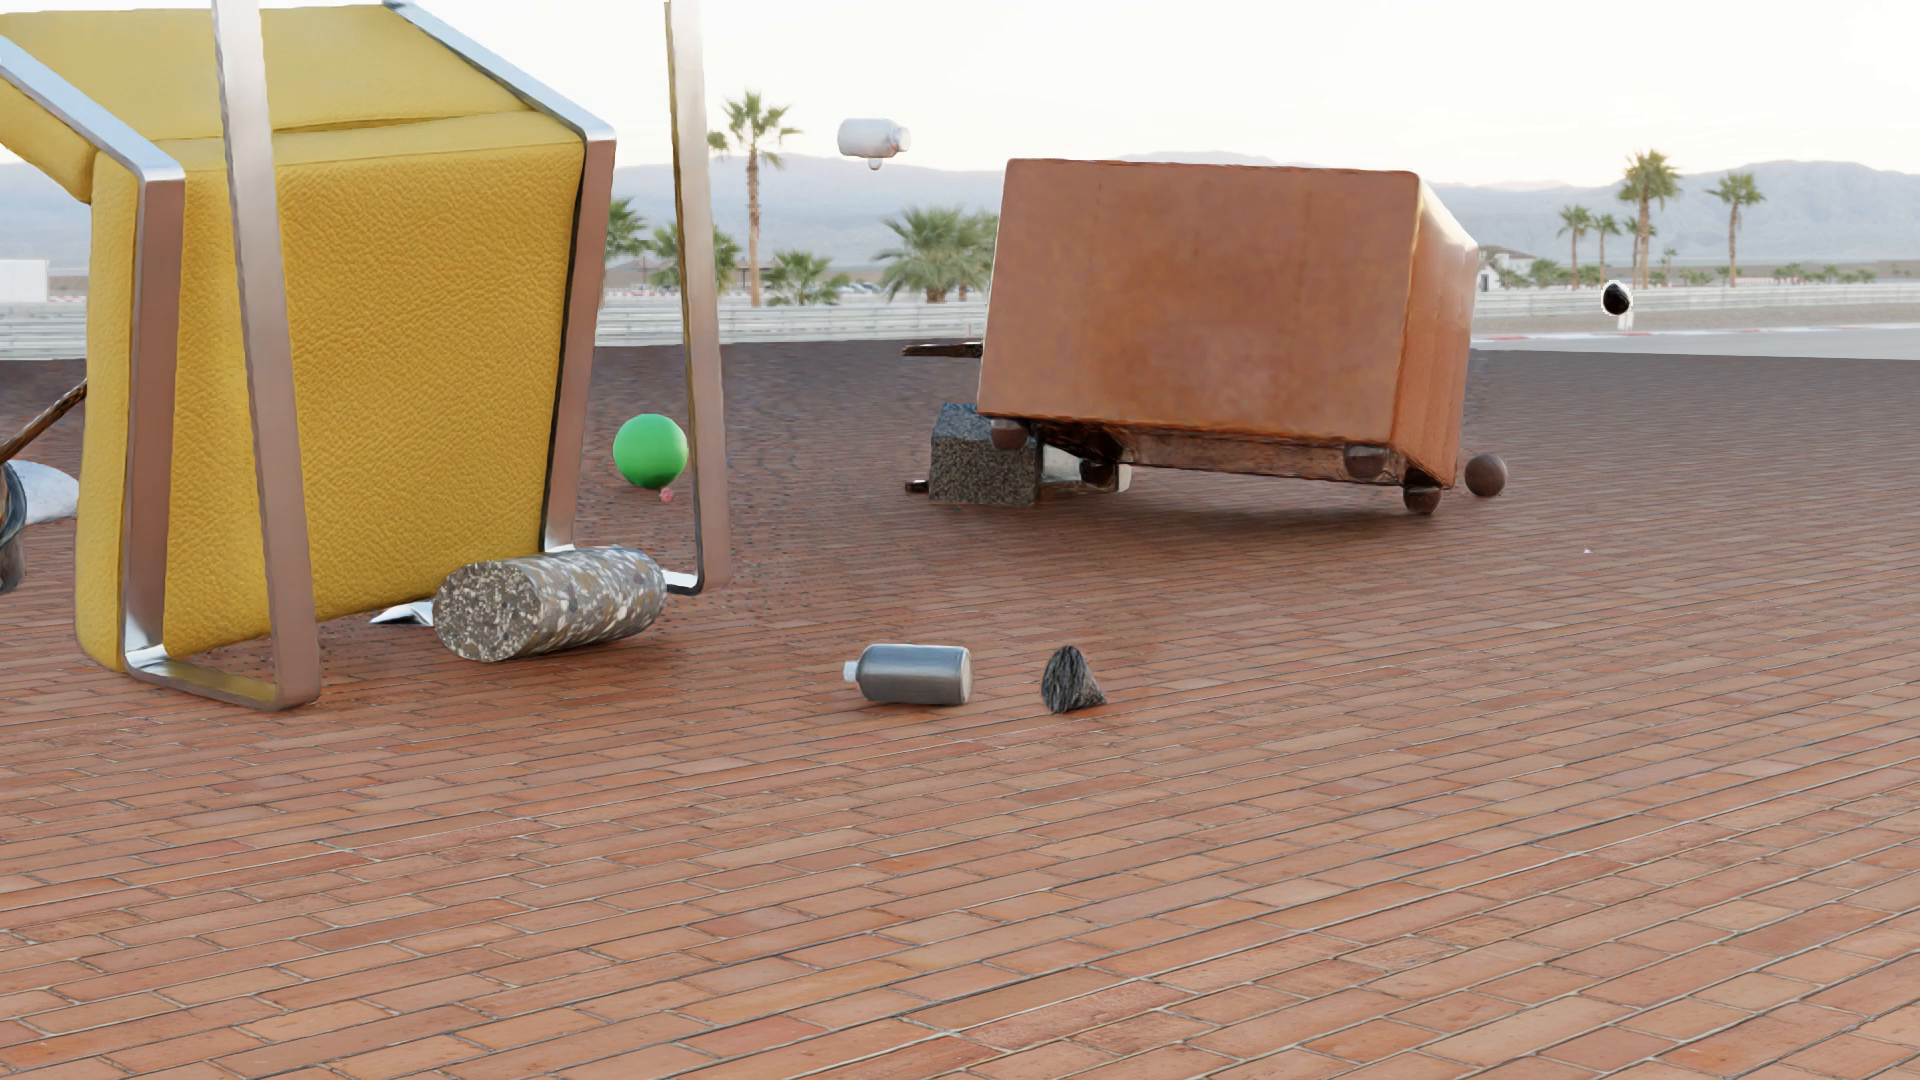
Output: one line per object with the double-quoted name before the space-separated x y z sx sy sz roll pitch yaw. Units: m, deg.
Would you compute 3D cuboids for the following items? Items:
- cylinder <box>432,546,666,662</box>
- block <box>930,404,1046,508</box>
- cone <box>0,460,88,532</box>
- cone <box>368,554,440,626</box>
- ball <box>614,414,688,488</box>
"cylinder" -0.719 0.109 4.504 0.263 0.171 0.316 -9 0 35
"block" 0.081 -0.245 7.382 0.298 0.194 0.274 5 24 6
"cone" -2.485 -0.077 6.743 0.303 0.166 0.285 12 22 -6
"cone" -1.070 0.127 4.854 0.130 0.152 0.173 -31 30 13
"ball" -0.960 -0.277 7.969 0.232 0.232 0.232 0 6 0
